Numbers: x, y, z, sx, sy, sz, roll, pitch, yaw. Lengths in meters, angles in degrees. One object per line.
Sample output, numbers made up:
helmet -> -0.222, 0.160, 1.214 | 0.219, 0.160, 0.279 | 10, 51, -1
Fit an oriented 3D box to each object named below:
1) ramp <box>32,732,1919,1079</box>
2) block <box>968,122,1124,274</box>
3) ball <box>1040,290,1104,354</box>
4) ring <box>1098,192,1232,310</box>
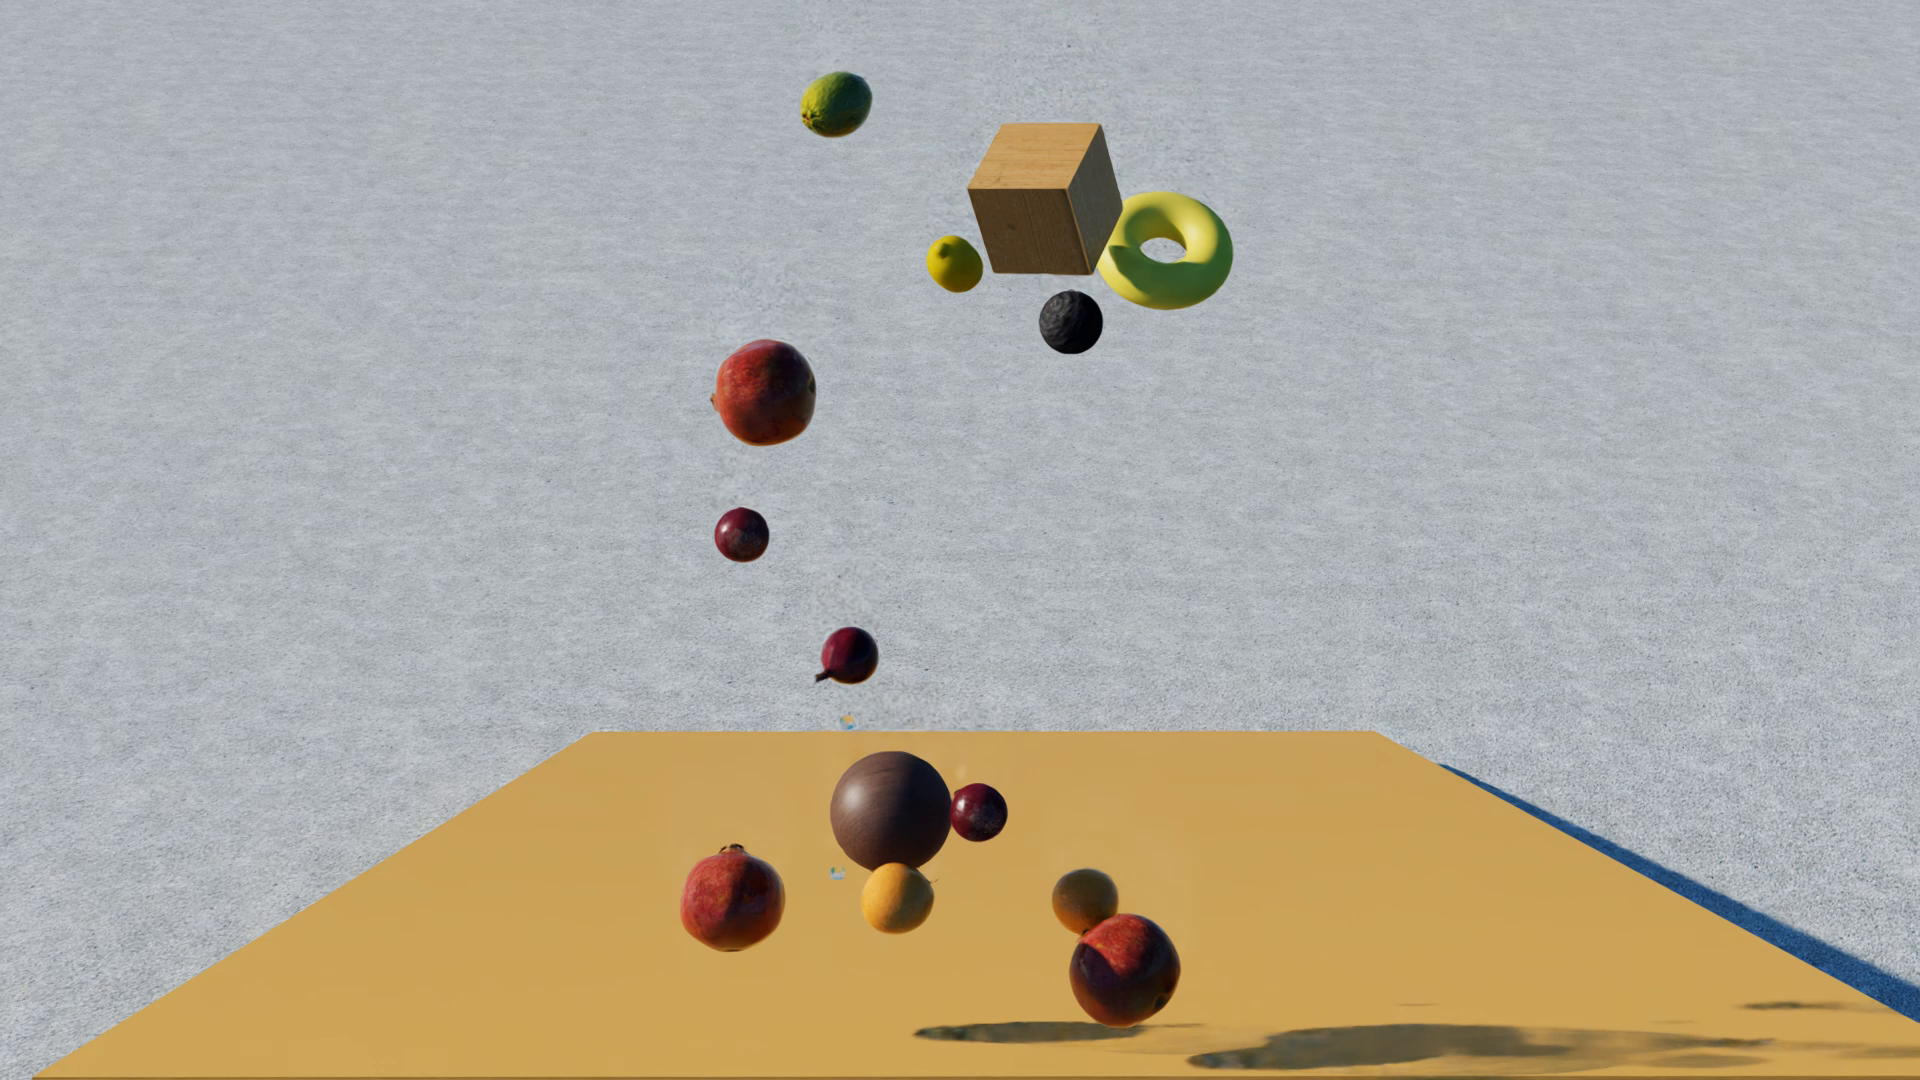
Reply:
ramp -> 0.063, 0.565, 4.604 | 2.000, 0.100, 4.000 | 0, 1, 0
block -> 0.075, -0.294, 2.228 | 0.092, 0.092, 0.092 | 4, 46, 25
ball -> 0.104, -0.204, 2.426 | 0.060, 0.060, 0.060 | 0, 28, 0
ring -> 0.184, -0.263, 2.340 | 0.127, 0.042, 0.127 | 1, 56, -2
